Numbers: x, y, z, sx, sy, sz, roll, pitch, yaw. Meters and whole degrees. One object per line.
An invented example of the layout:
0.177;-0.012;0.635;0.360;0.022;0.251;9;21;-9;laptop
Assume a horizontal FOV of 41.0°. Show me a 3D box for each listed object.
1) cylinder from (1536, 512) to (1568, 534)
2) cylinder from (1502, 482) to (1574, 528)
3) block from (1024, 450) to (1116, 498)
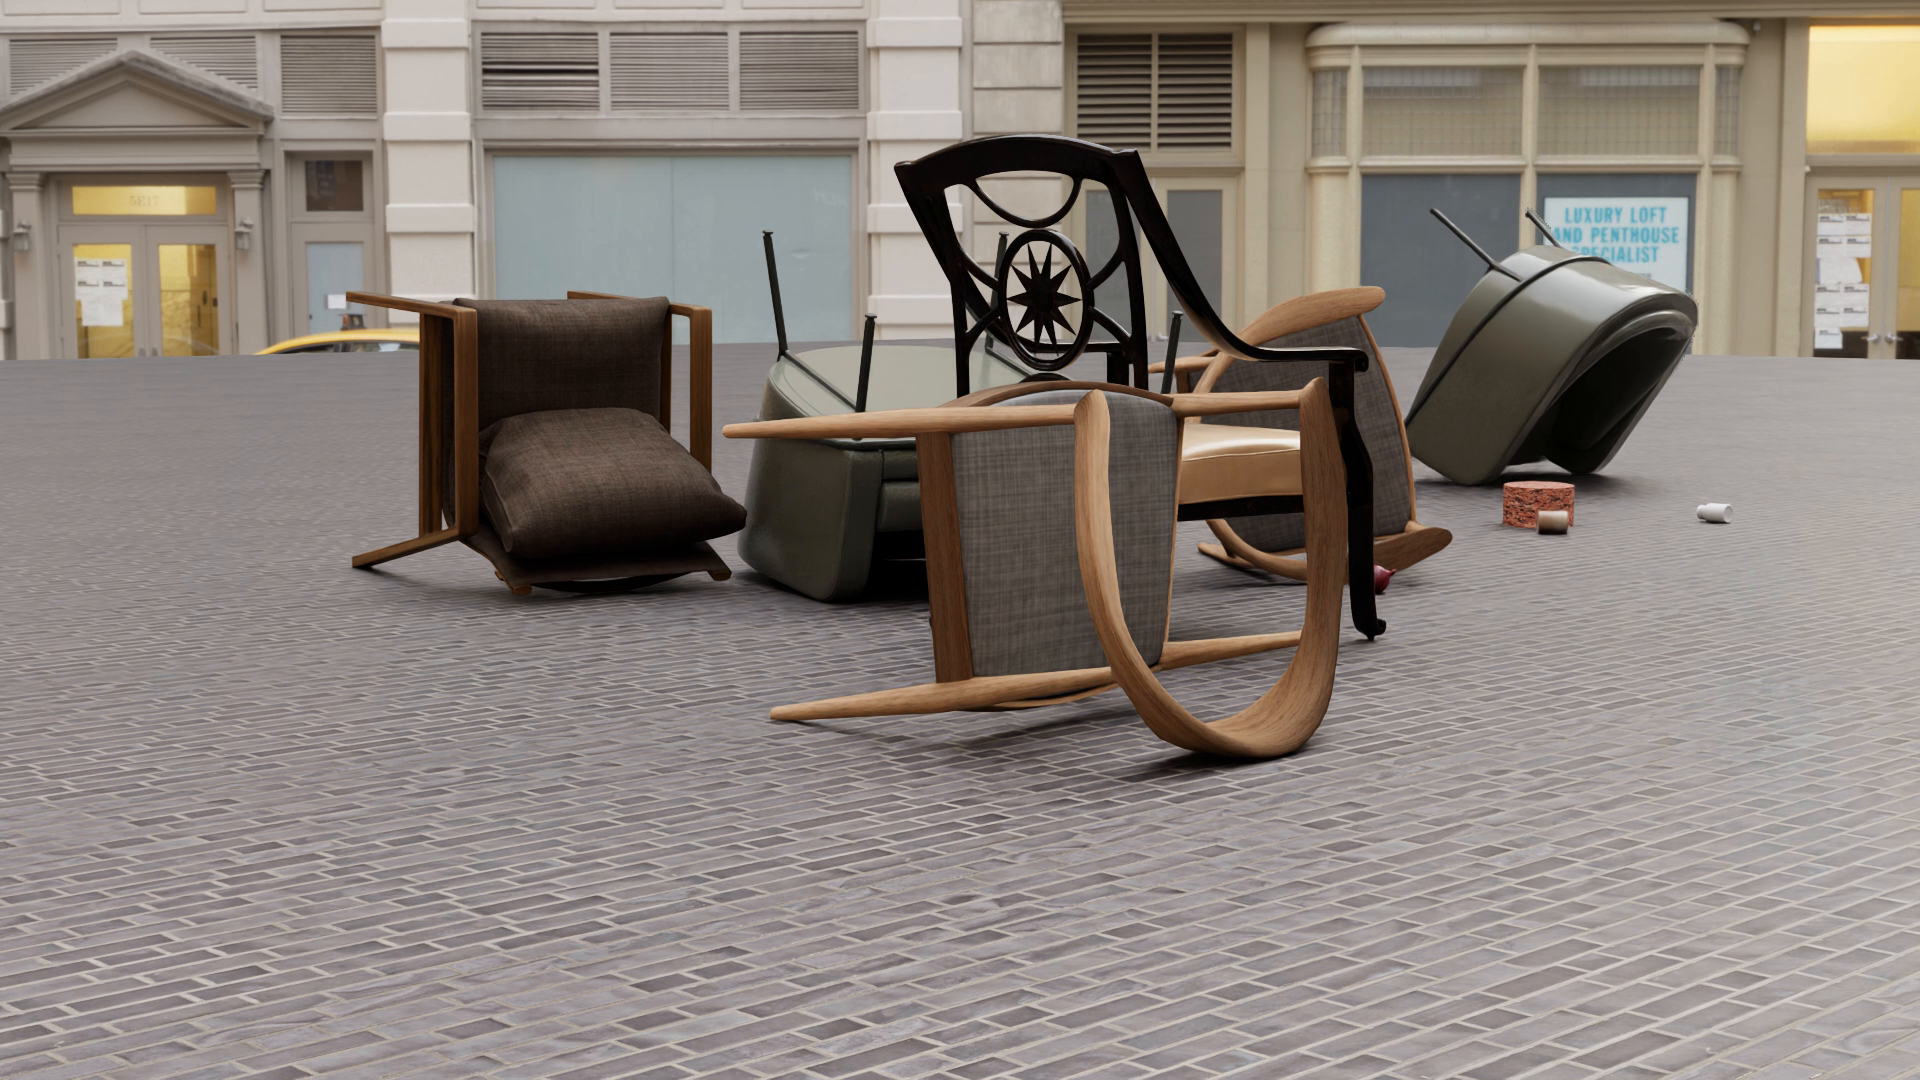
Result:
1.519;-0.045;6.576;0.072;0.056;0.057;1;-38;7;cylinder
1.537;-0.094;6.815;0.184;0.105;0.235;1;6;9;cylinder
0.331;-0.199;7.737;0.277;0.125;0.120;-6;8;-43;block
